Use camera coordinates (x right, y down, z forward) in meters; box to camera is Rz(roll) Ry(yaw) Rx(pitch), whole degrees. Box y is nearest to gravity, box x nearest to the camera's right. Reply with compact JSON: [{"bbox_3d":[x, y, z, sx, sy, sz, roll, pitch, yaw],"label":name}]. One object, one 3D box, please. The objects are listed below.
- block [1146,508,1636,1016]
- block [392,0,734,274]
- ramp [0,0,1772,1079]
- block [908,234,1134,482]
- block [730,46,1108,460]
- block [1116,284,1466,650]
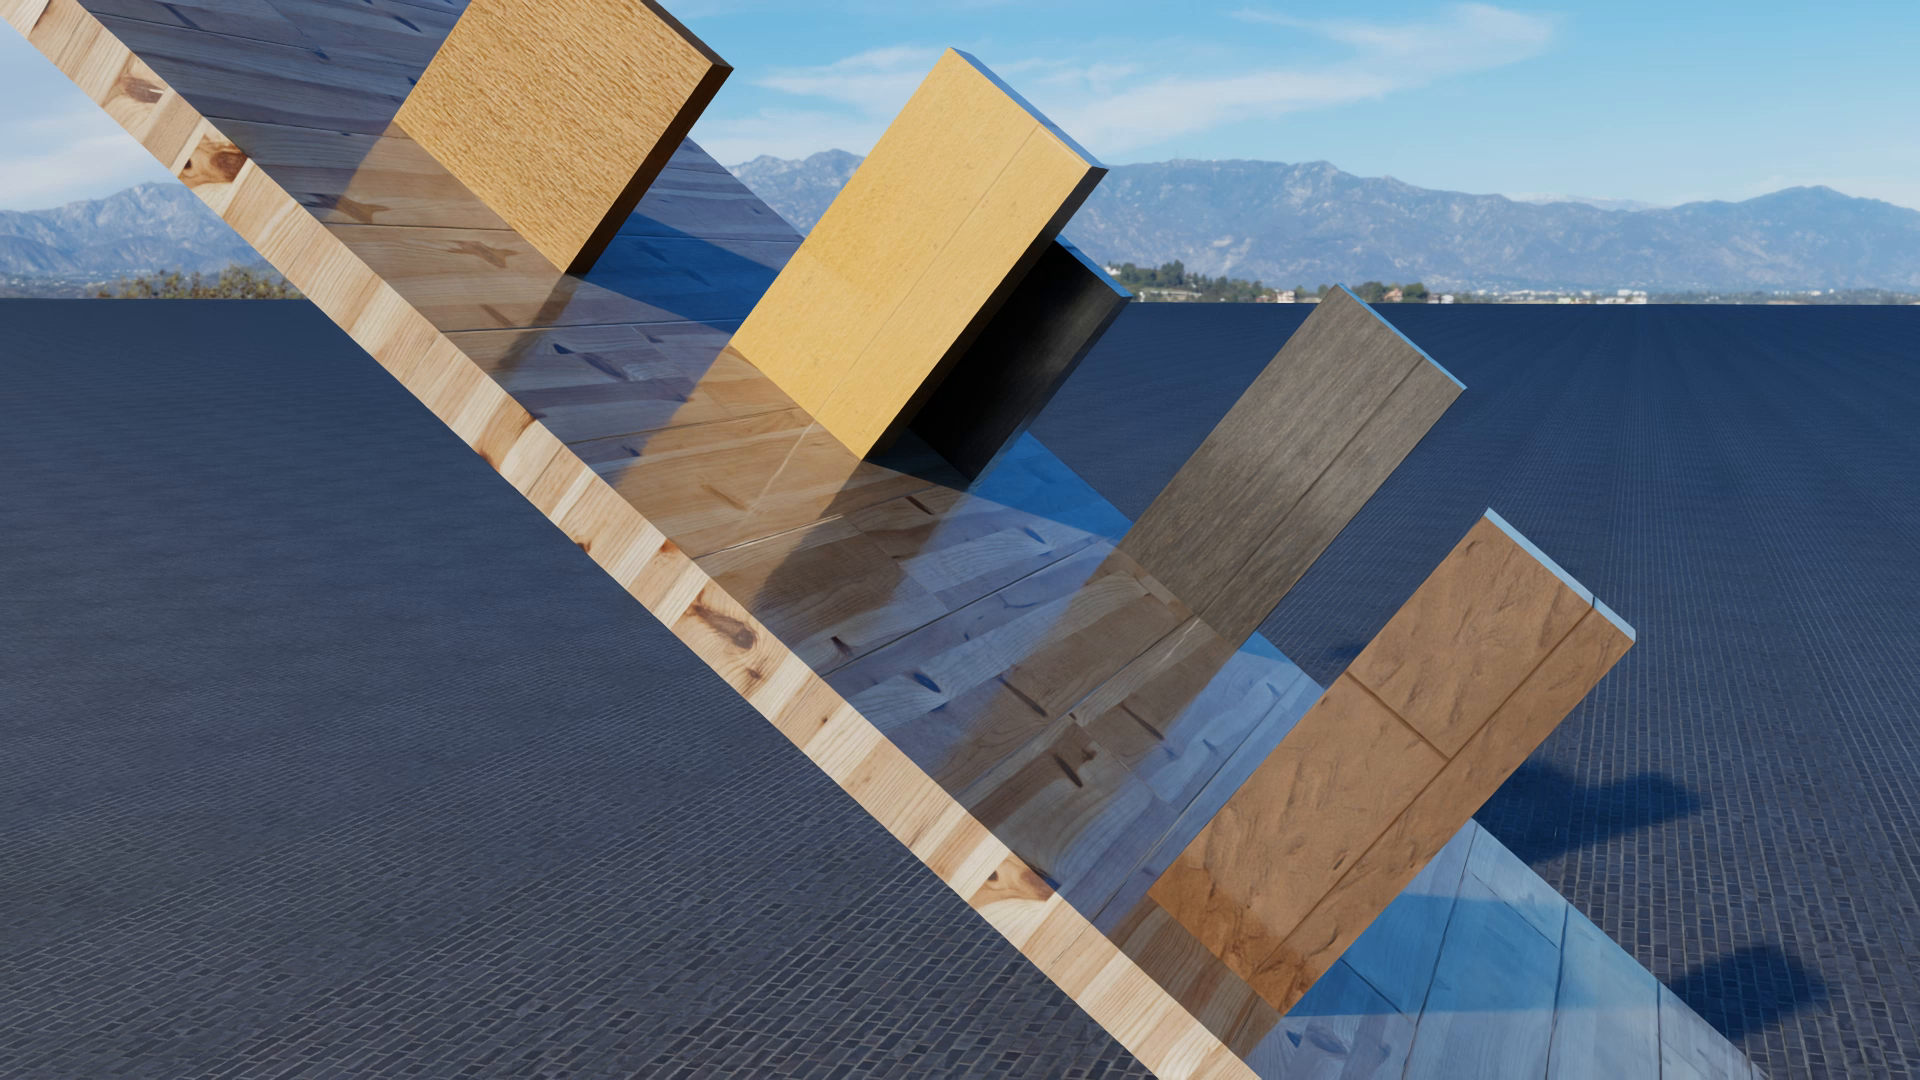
[{"bbox_3d":[0.608,0.320,3.142,0.263,0.735,0.109,42,16,9],"label":"block"},{"bbox_3d":[-0.684,-0.764,3.770,0.418,0.444,0.091,42,16,9],"label":"block"},{"bbox_3d":[-0.003,0.052,4.042,4.000,0.100,2.000,42,16,9],"label":"ramp"},{"bbox_3d":[0.029,-0.433,4.381,0.417,0.475,0.108,42,16,9],"label":"block"},{"bbox_3d":[-0.080,-0.515,4.003,0.334,0.675,0.135,42,16,9],"label":"block"},{"bbox_3d":[0.693,-0.152,4.631,0.339,0.720,0.096,42,16,9],"label":"block"}]
